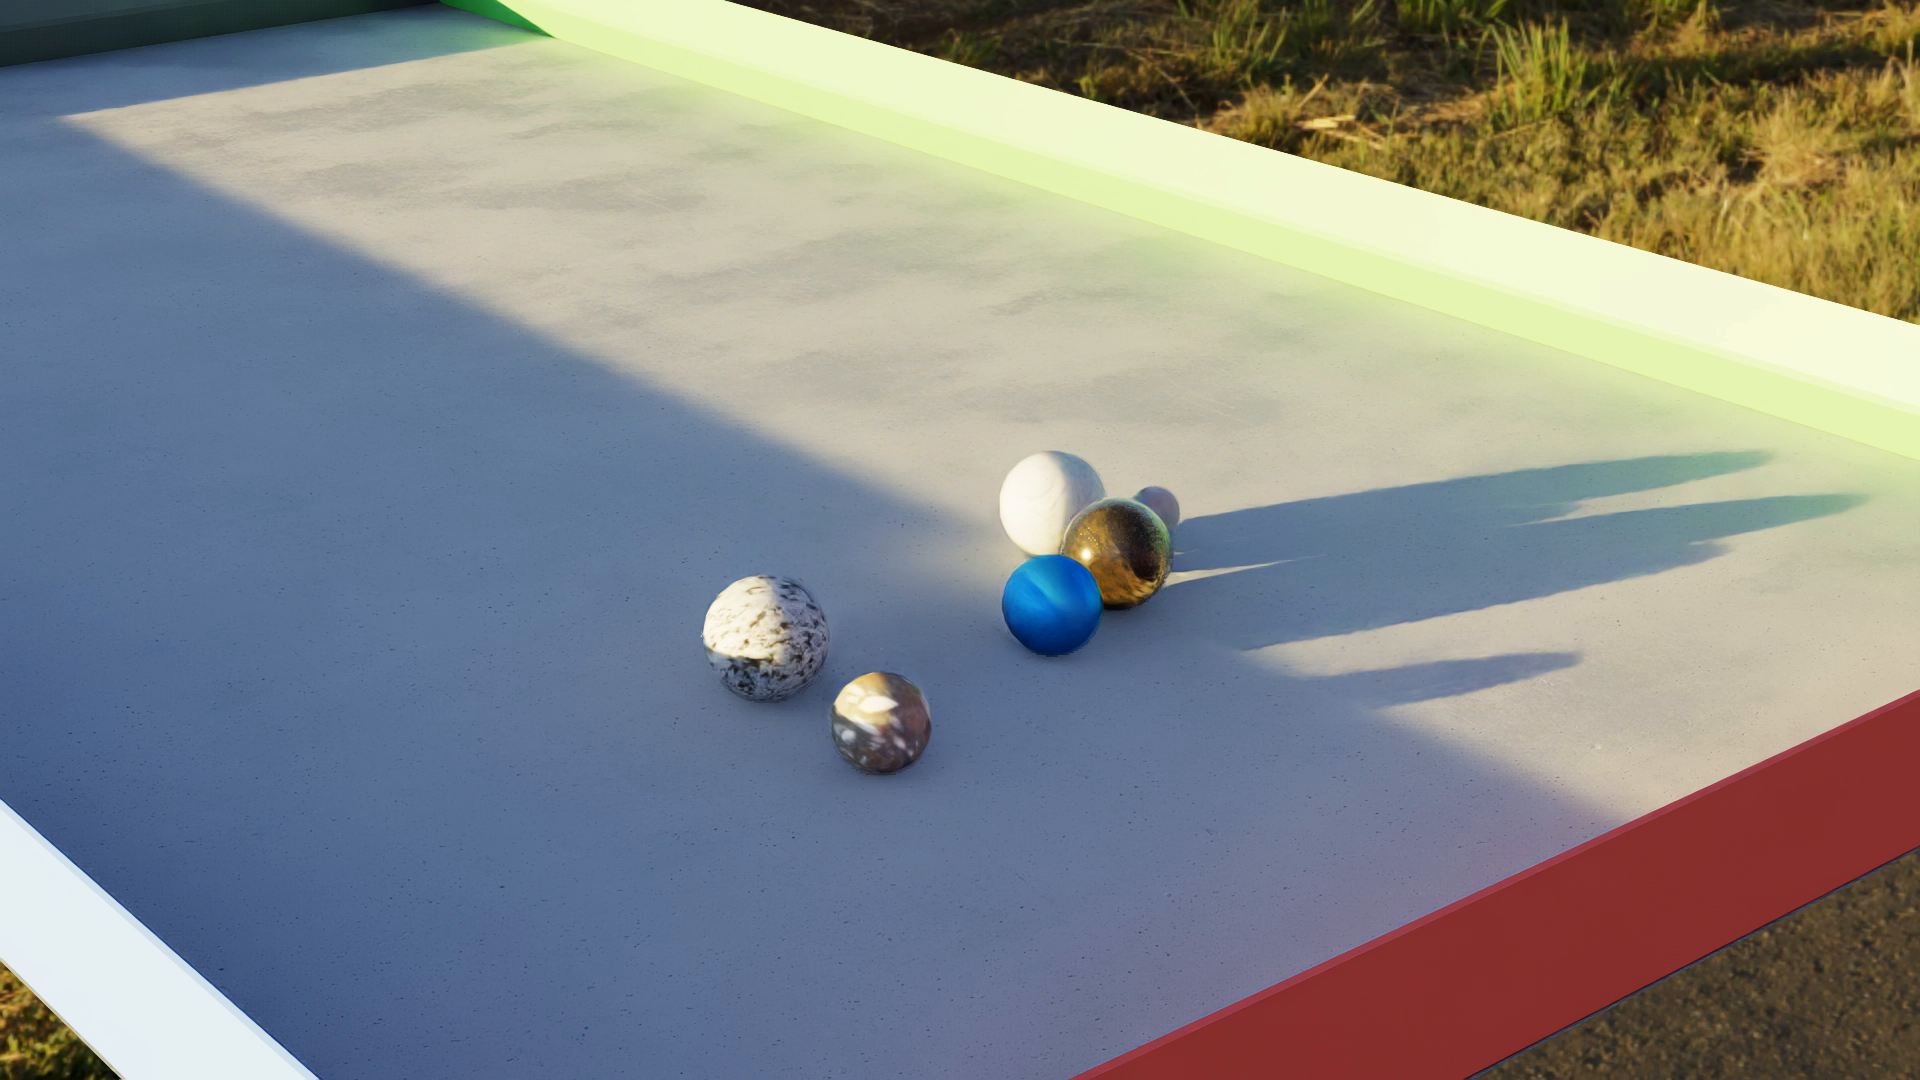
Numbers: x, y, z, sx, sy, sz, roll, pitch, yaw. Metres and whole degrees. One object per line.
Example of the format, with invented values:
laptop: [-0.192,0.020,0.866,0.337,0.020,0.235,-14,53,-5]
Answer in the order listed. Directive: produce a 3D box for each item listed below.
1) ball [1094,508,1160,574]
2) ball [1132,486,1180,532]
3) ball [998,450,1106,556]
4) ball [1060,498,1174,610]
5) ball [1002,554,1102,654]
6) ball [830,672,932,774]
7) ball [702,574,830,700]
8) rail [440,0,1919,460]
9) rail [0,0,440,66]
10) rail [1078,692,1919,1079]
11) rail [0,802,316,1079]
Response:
ball: [0.142,0.001,2.504,0.057,0.057,0.057,0,22,0]
ball: [0.170,-0.024,2.579,0.046,0.046,0.046,0,22,0]
ball: [0.080,-0.030,2.533,0.093,0.093,0.093,0,22,0]
ball: [0.130,0.012,2.428,0.093,0.093,0.093,0,22,0]
ball: [0.073,0.051,2.348,0.080,0.080,0.080,0,22,0]
ball: [-0.058,0.133,2.150,0.074,0.074,0.074,0,22,0]
ball: [-0.149,0.075,2.264,0.097,0.097,0.097,0,22,0]
rail: [0.159,-0.460,3.552,0.045,0.127,3.195,-17,27,-36]
rail: [-1.505,-0.710,4.174,1.770,0.127,0.045,-17,27,-36]
rail: [0.492,0.198,1.917,1.770,0.127,0.045,-17,27,-36]
rail: [-1.173,-0.052,2.538,0.045,0.127,3.195,-17,27,-36]
